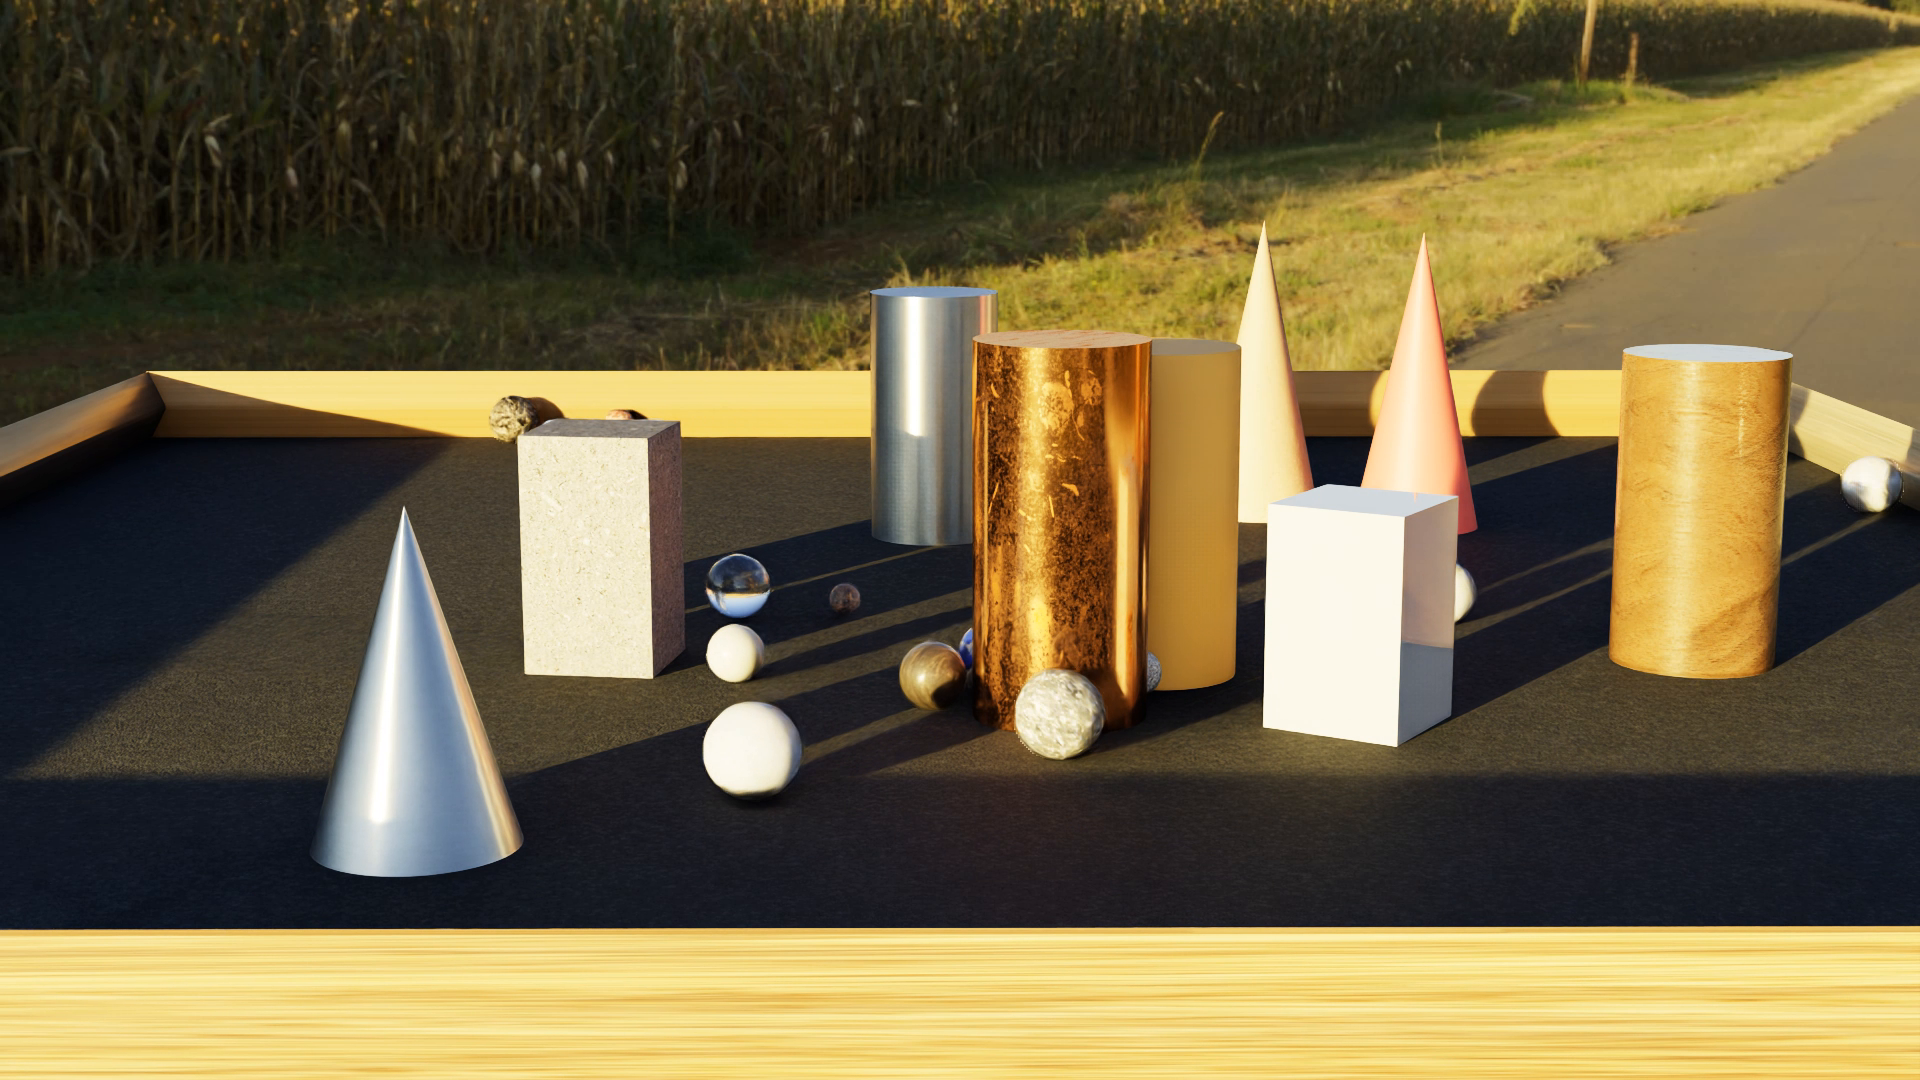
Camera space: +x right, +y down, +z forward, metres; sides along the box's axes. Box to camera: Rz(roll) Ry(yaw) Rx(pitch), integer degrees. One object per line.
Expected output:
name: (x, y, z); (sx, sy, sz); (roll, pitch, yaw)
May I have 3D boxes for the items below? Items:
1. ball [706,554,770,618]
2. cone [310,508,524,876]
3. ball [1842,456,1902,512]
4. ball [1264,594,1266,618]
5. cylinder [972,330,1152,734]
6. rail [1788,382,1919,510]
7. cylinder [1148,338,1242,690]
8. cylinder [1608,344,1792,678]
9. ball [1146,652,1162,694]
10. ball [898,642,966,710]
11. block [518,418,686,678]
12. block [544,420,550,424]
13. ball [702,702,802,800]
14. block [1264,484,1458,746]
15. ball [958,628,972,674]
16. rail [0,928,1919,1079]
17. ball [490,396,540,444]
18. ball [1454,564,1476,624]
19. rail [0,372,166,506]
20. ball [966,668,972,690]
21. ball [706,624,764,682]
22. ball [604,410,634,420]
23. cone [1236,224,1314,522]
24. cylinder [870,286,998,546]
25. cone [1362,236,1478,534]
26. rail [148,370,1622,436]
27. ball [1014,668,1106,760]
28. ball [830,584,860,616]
ball: (-0.296, 0.062, 3.421); (0.086, 0.086, 0.086); (0, 10, 0)
cone: (-0.514, 0.128, 2.402); (0.199, 0.325, 0.199); (0, 10, 0)
ball: (1.501, -0.092, 4.227); (0.094, 0.094, 0.094); (0, 10, 0)
ball: (0.434, 0.084, 3.280); (0.092, 0.092, 0.092); (0, 10, 0)
cylinder: (0.113, -0.013, 2.883); (0.199, 0.428, 0.199); (0, 10, 0)
rail: (1.573, 0.032, 3.458); (0.045, 0.129, 3.339); (0, 10, 0)
cylinder: (0.236, -0.036, 3.090); (0.199, 0.397, 0.199); (0, 10, 0)
cylinder: (0.908, -0.039, 3.150); (0.199, 0.382, 0.199); (0, 10, 0)
ball: (0.208, 0.155, 2.999); (0.056, 0.056, 0.056); (0, 10, 0)
ball: (-0.031, 0.155, 2.937); (0.078, 0.078, 0.078); (0, 10, 0)
block: (-0.437, 0.007, 3.151); (0.159, 0.291, 0.159); (2, 11, 8)
block: (-0.488, -0.031, 3.483); (0.159, 0.245, 0.159); (0, 10, -1)
ball: (-0.208, 0.211, 2.573); (0.099, 0.099, 0.099); (0, 10, 0)
block: (0.448, 0.080, 2.864); (0.159, 0.252, 0.159); (6, 12, 31)
ball: (0.035, 0.135, 3.052); (0.075, 0.075, 0.075); (0, 10, 0)
rail: (0.009, 0.333, 1.830); (3.193, 0.129, 0.045); (0, 10, 0)
ball: (-0.868, -0.235, 5.000); (0.094, 0.094, 0.094); (0, 10, 0)
ball: (0.636, 0.070, 3.376); (0.086, 0.086, 0.086); (0, 10, 0)
rail: (-1.573, 0.035, 3.440); (0.045, 0.129, 3.339); (0, 10, 0)
ball: (0.028, 0.162, 3.000); (0.040, 0.040, 0.040); (0, 10, 0)
ball: (-0.268, 0.135, 3.067); (0.069, 0.069, 0.069); (0, 10, 0)
ball: (-0.667, -0.225, 5.031); (0.063, 0.063, 0.063); (0, 10, 0)
cone: (0.493, -0.282, 4.195); (0.199, 0.479, 0.199); (0, 10, 0)
cylinder: (-0.040, -0.197, 4.005); (0.199, 0.381, 0.199); (0, 10, 0)
cone: (0.730, -0.254, 4.075); (0.199, 0.469, 0.199); (0, 10, 0)
rail: (-0.009, -0.266, 5.067); (3.193, 0.129, 0.045); (0, 10, 0)
ball: (0.106, 0.185, 2.726); (0.096, 0.096, 0.096); (0, 10, 0)
ball: (-0.154, 0.080, 3.443); (0.042, 0.042, 0.042); (0, 10, 0)
